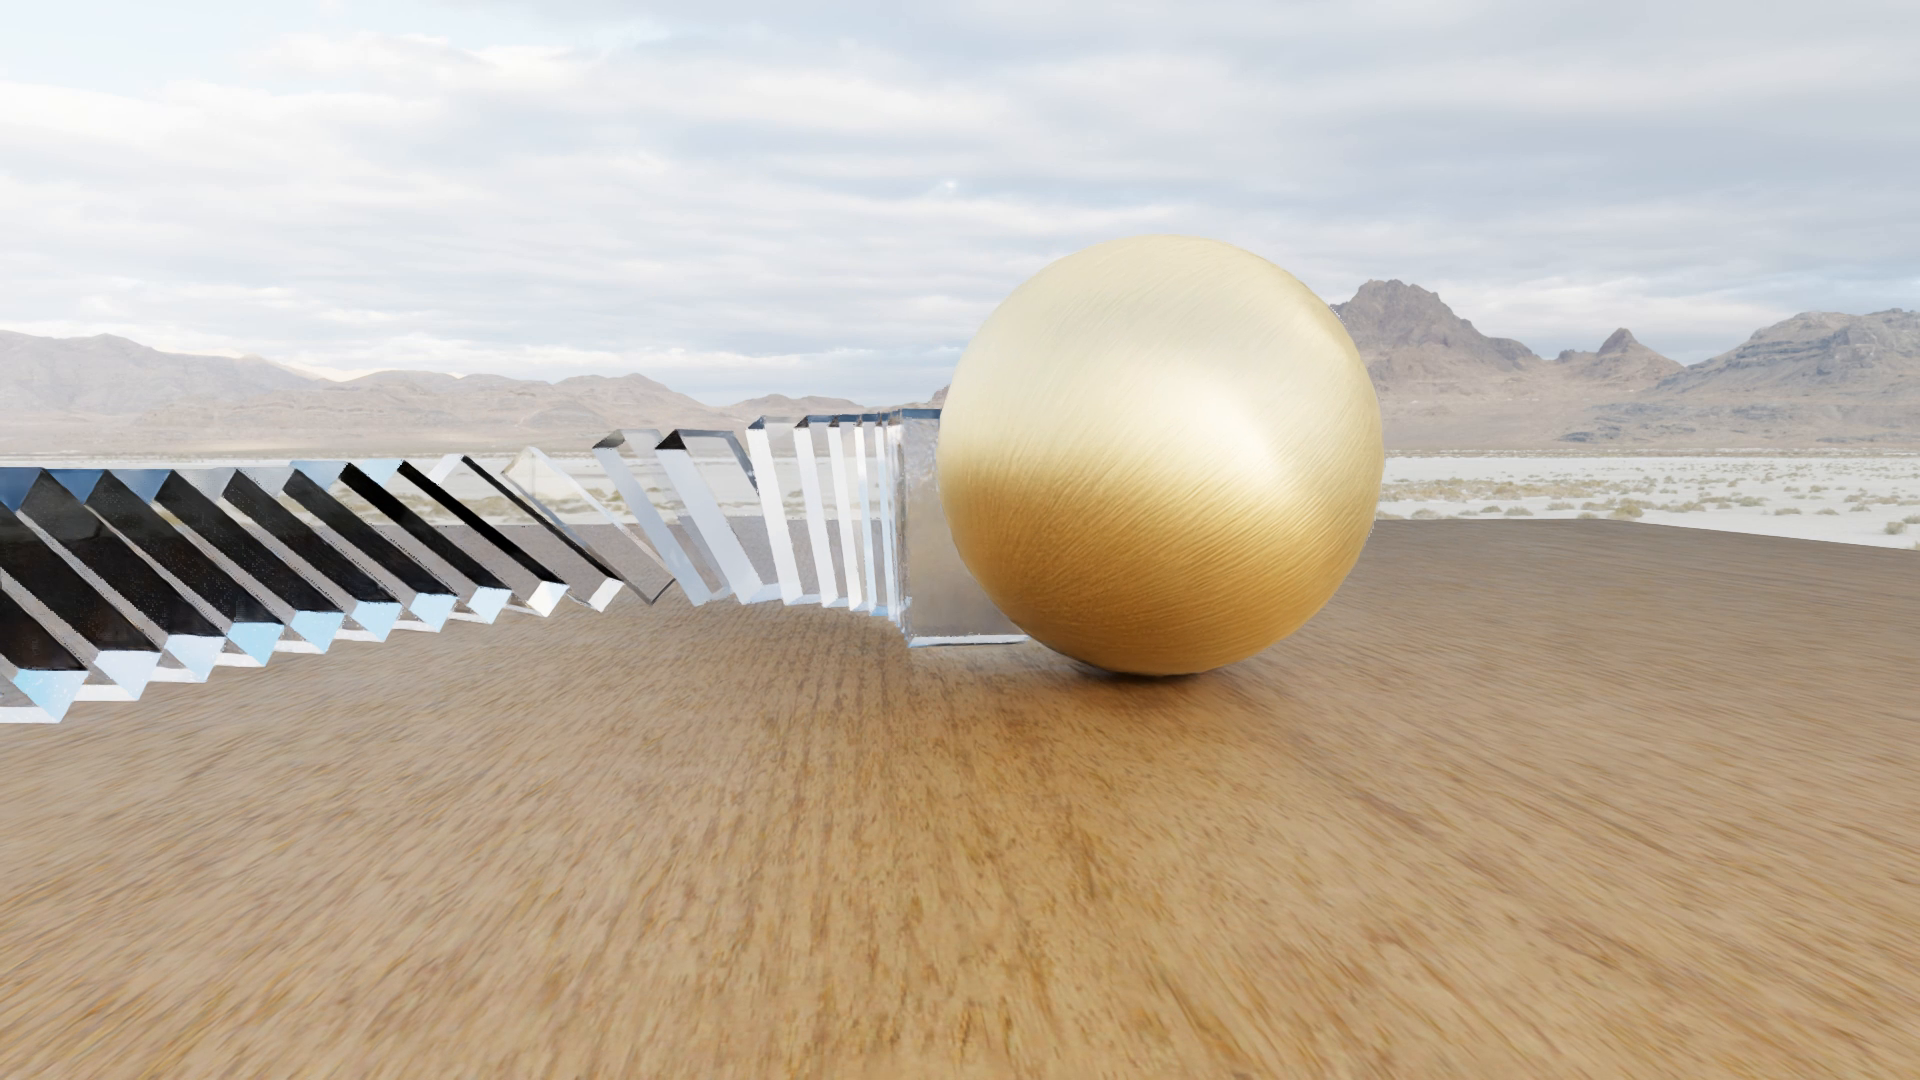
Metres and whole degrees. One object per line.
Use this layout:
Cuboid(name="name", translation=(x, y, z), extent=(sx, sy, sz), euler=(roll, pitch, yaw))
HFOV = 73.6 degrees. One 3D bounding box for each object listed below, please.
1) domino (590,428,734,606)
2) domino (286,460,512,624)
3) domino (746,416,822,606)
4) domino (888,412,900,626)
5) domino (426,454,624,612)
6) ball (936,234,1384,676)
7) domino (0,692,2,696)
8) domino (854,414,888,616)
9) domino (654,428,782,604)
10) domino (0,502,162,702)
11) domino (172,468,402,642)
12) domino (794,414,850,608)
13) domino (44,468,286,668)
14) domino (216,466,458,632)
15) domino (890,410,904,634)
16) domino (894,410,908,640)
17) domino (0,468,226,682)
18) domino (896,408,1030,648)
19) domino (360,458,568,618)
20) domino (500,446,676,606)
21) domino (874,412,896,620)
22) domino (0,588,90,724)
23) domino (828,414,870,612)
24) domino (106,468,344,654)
Cuboid(name="domino", translation=(-0.077, -0.007, 0.348), extent=(0.010, 0.050, 0.025), euler=(-34, -2, 11))
Cuboid(name="domino", translation=(-0.131, 0.001, 0.296), extent=(0.025, 0.009, 0.050), euler=(3, -34, 37))
Cuboid(name="domino", translation=(-0.040, -0.009, 0.348), extent=(0.025, 0.050, 0.009), euler=(-4, -16, -40))
Cuboid(name="domino", translation=(-0.003, -0.005, 0.304), extent=(0.025, 0.050, 0.010), euler=(-1, -17, -10))
Cuboid(name="domino", translation=(-0.111, -0.002, 0.325), extent=(0.050, 0.009, 0.025), euler=(44, -18, -26))
Cuboid(name="ball", translation=(0.036, -0.015, 0.235), extent=(0.080, 0.080, 0.080), euler=(0, 4, 0))
Cuboid(name="domino", translation=(-0.152, 0.009, 0.164), extent=(0.025, 0.050, 0.009), euler=(0, 48, 5))
Cuboid(name="domino", translation=(-0.012, -0.007, 0.324), extent=(0.025, 0.050, 0.009), euler=(-1, -17, -16))
Cuboid(name="domino", translation=(-0.061, -0.007, 0.352), extent=(0.010, 0.050, 0.025), euler=(-37, -13, 24))
Cuboid(name="domino", translation=(-0.150, 0.008, 0.196), extent=(0.025, 0.010, 0.050), euler=(0, -36, 5))
Cuboid(name="domino", translation=(-0.142, 0.004, 0.263), extent=(0.025, 0.009, 0.050), euler=(2, -33, 21))
Cuboid(name="domino", translation=(-0.027, -0.008, 0.342), extent=(0.025, 0.050, 0.010), euler=(-3, -16, -31))
Cuboid(name="domino", translation=(-0.148, 0.006, 0.230), extent=(0.025, 0.010, 0.050), euler=(1, -34, 12))
Cuboid(name="domino", translation=(-0.137, 0.003, 0.279), extent=(0.025, 0.010, 0.050), euler=(2, -32, 26))
Cuboid(name="domino", translation=(-0.002, -0.005, 0.294), extent=(0.025, 0.050, 0.010), euler=(-1, -17, -10))
Cuboid(name="domino", translation=(0.000, -0.004, 0.284), extent=(0.025, 0.050, 0.009), euler=(-1, -17, -10))
Cuboid(name="domino", translation=(-0.149, 0.007, 0.213), extent=(0.025, 0.009, 0.050), euler=(0, -35, 6))
Cuboid(name="domino", translation=(0.001, -0.003, 0.273), extent=(0.025, 0.050, 0.009), euler=(-1, -17, -10))
Cuboid(name="domino", translation=(-0.122, 0.000, 0.312), extent=(0.025, 0.010, 0.050), euler=(5, -33, 47))
Cuboid(name="domino", translation=(-0.097, -0.004, 0.339), extent=(0.050, 0.010, 0.025), euler=(44, -6, -11))
Cuboid(name="domino", translation=(-0.006, -0.006, 0.314), extent=(0.025, 0.050, 0.009), euler=(-1, -17, -14))
Cuboid(name="domino", translation=(-0.151, 0.008, 0.180), extent=(0.025, 0.009, 0.050), euler=(0, -39, 5))
Cuboid(name="domino", translation=(-0.018, -0.008, 0.334), extent=(0.025, 0.050, 0.010), euler=(-2, -16, -24))
Cuboid(name="domino", translation=(-0.146, 0.005, 0.246), extent=(0.025, 0.010, 0.050), euler=(1, -33, 16))
